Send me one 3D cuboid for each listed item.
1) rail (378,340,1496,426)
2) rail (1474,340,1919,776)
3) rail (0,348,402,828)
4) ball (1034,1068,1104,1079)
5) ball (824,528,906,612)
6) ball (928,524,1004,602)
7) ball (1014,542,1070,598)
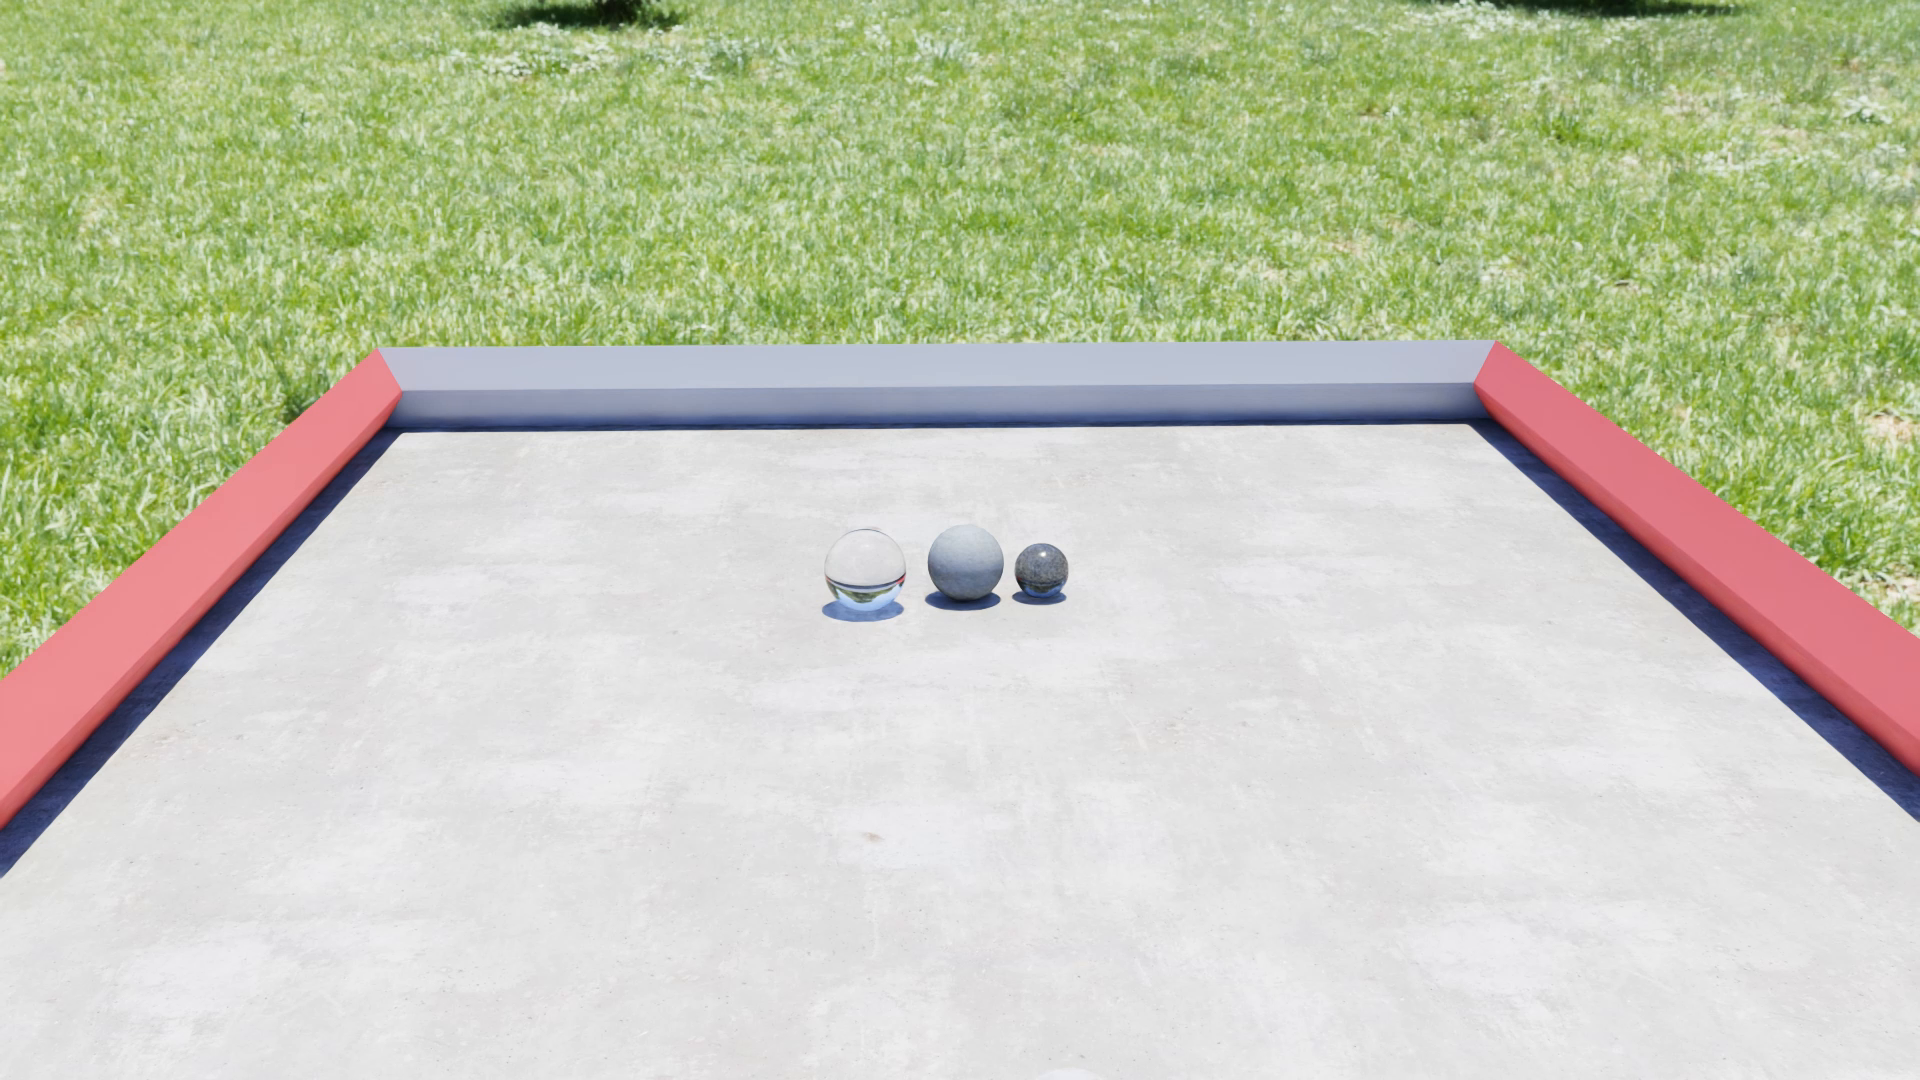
[{"bbox_3d":[-0.028,-0.242,3.457,1.766,0.125,0.045,-1,16,-2],"label":"rail"},{"bbox_3d":[0.888,0.199,1.935,0.045,0.125,3.281,-1,16,-2],"label":"rail"},{"bbox_3d":[-0.830,0.216,1.876,0.045,0.125,3.281,-1,16,-2],"label":"rail"},{"bbox_3d":[0.070,0.378,1.402,0.080,0.080,0.080,0,16,0],"label":"ball"},{"bbox_3d":[-0.110,0.035,2.556,0.097,0.097,0.097,0,16,0],"label":"ball"},{"bbox_3d":[0.007,0.027,2.594,0.091,0.091,0.091,0,16,0],"label":"ball"},{"bbox_3d":[0.097,0.036,2.606,0.066,0.066,0.066,0,16,0],"label":"ball"}]
